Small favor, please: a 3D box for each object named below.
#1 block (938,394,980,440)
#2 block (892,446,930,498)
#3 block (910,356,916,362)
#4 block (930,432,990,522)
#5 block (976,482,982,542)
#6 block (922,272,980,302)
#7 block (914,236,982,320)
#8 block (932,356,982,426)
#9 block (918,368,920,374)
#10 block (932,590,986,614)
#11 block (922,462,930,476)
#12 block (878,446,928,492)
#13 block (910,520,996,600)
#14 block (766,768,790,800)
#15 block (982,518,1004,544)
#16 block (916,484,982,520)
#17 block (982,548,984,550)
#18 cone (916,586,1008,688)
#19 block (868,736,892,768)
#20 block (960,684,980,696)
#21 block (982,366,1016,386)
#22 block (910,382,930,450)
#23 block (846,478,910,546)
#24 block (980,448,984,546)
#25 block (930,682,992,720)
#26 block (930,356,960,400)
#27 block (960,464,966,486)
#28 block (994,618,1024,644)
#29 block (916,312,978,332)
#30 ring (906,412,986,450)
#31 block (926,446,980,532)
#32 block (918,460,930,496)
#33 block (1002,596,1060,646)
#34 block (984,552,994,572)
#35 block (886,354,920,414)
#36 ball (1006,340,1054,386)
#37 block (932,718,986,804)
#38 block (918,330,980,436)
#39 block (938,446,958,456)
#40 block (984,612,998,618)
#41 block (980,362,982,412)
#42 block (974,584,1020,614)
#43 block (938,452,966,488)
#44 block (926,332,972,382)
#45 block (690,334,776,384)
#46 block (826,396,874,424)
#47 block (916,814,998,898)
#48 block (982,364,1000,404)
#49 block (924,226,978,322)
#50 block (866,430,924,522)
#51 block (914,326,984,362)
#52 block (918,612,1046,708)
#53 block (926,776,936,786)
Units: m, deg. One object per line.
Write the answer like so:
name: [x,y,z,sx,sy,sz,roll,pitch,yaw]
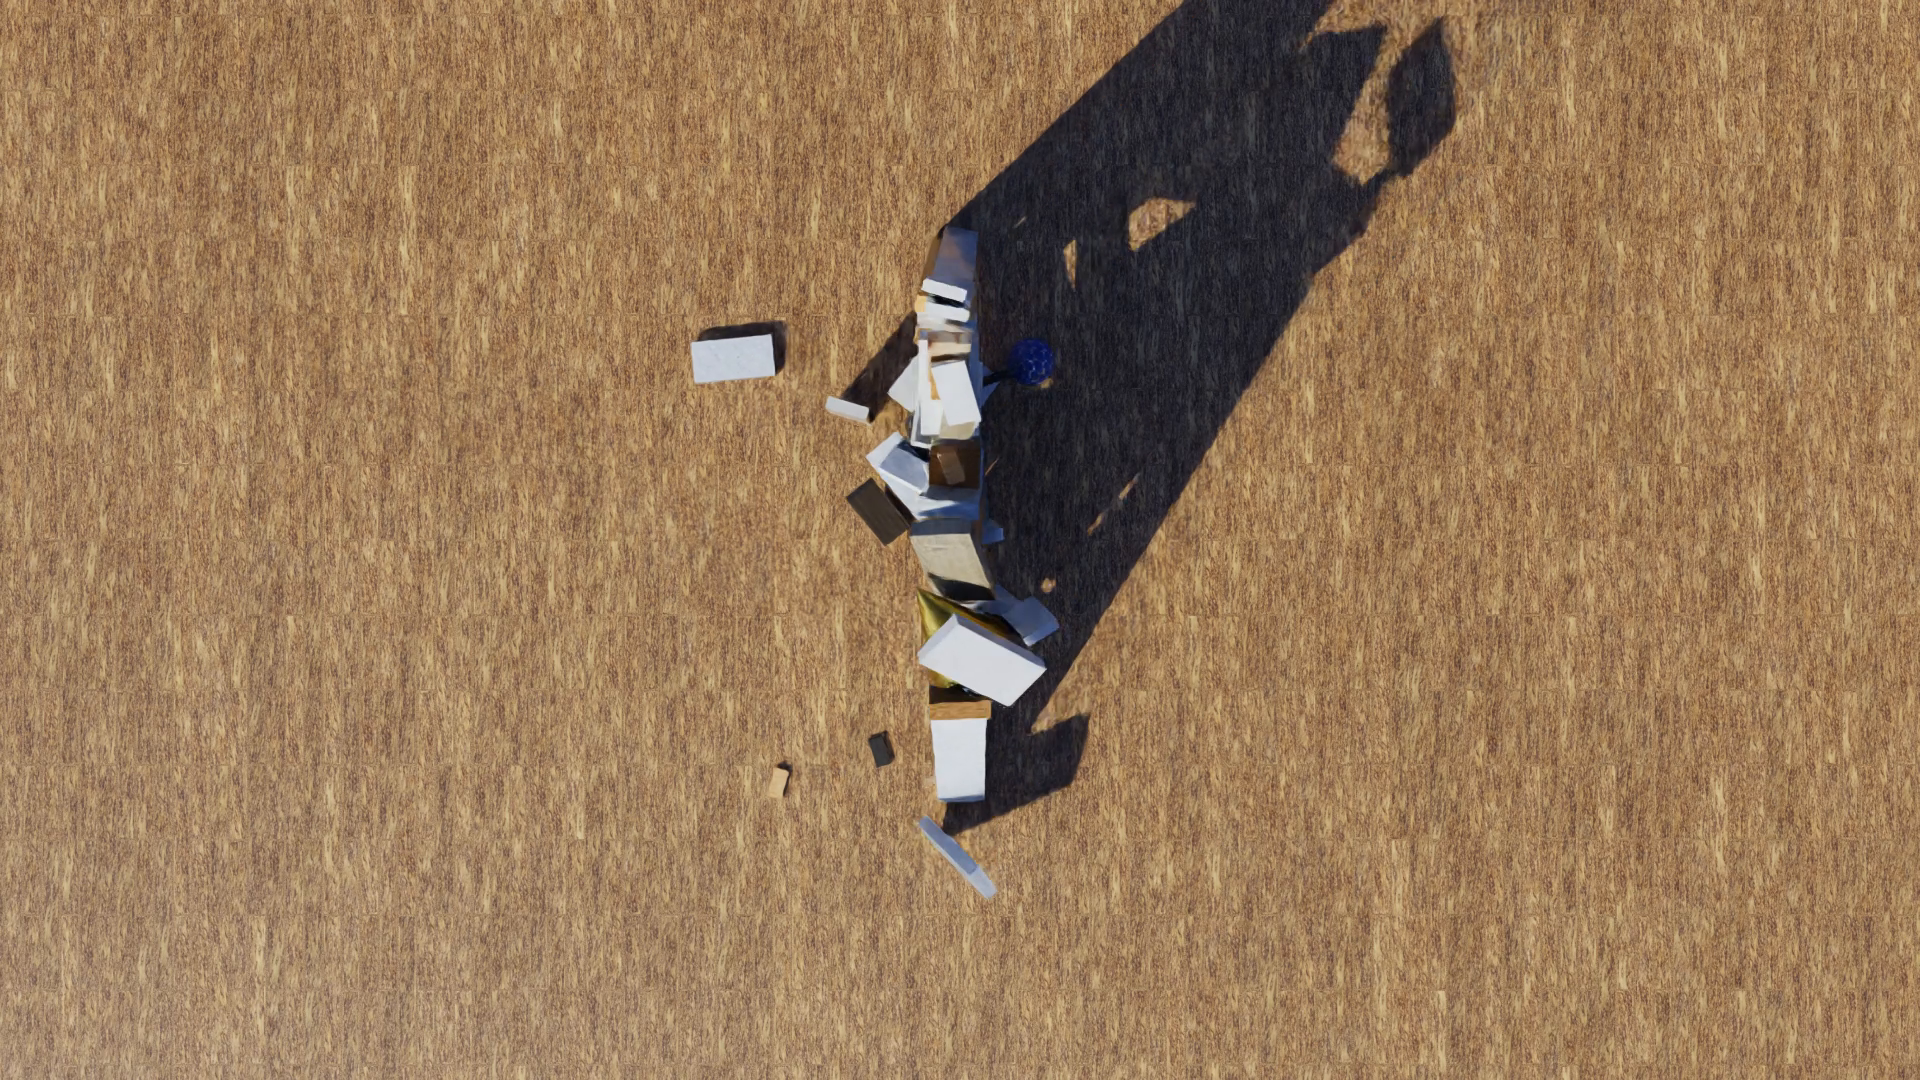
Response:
block: [-0.003,-0.342,4.571,0.092,0.184,0.026,5,59,-5]
block: [-0.094,-0.202,5.404,0.192,0.192,0.192,20,90,0]
block: [-0.098,-0.548,5.399,0.103,0.206,0.029,-19,66,-2]
block: [-0.007,-0.255,5.097,0.153,0.043,0.408,-7,96,-8]
block: [-0.009,-0.089,4.864,0.147,0.293,0.042,3,119,-1]
block: [-0.023,-0.671,4.366,0.114,0.229,0.032,17,105,5]
block: [-0.026,-0.805,5.003,0.165,1.031,0.047,9,109,-1]
block: [-0.009,-0.400,4.445,0.092,0.026,0.185,-11,123,9]
block: [-0.081,-0.488,5.263,0.070,0.020,0.139,-18,92,-2]
block: [-0.003,0.187,4.957,0.164,0.329,0.047,5,97,3]
block: [-0.038,-0.167,5.164,0.091,0.026,0.183,-22,83,-14]
block: [-0.155,-0.217,5.214,0.183,0.026,0.091,28,67,17]
block: [-0.017,0.059,4.482,0.164,0.328,0.046,-2,56,14]
block: [-0.606,0.810,5.493,0.049,0.014,0.097,17,90,0]
block: [0.017,-0.050,5.175,0.136,0.273,0.039,-13,114,-21]
block: [-0.027,-0.106,4.560,0.164,0.328,0.046,5,99,1]
block: [0.003,0.106,5.326,0.136,0.273,0.039,-3,64,-5]
cone: [-0.049,0.220,4.520,0.261,0.261,0.261,-37,112,0]
block: [-0.268,0.705,5.493,0.049,0.014,0.097,-18,90,0]
block: [0.053,0.348,4.636,0.164,0.329,0.047,-7,107,-15]
block: [0.110,-0.525,5.358,0.140,0.070,0.020,-20,87,-18]
block: [-0.050,-0.447,5.212,0.167,0.047,0.334,12,76,-18]
block: [-0.268,-0.091,5.434,0.109,0.031,0.218,-38,119,0]
block: [-0.008,-0.126,5.022,0.153,0.043,0.305,1,82,-2]
block: [-0.003,0.412,4.801,0.164,0.816,0.047,-3,96,0]
block: [-0.033,-0.441,4.519,0.092,0.212,0.026,2,68,0]
block: [-0.011,-0.190,4.751,0.050,0.101,0.014,4,120,-3]
block: [0.124,0.255,4.675,0.104,0.209,0.030,3,98,-25]
block: [-0.033,-0.640,5.075,0.167,0.849,0.047,9,91,0]
ring: [-0.047,-0.341,5.363,0.280,0.280,0.093,19,92,0]
block: [-0.019,-0.144,4.782,0.147,0.042,0.293,4,52,-1]
block: [-0.082,-0.158,5.212,0.091,0.026,0.183,-32,66,-16]
block: [0.195,0.222,4.553,0.104,0.209,0.030,-32,112,-5]
block: [0.014,0.076,4.799,0.164,0.499,0.046,4,84,1]
block: [-0.131,-0.519,5.286,0.103,0.029,0.206,38,91,-4]
ball: [0.230,-0.583,5.423,0.154,0.154,0.154,0,90,0]
block: [0.000,0.664,5.039,0.153,0.978,0.043,-3,68,-1]
block: [-0.029,-0.438,4.639,0.165,0.047,0.330,1,133,2]
block: [-0.036,-0.255,4.791,0.050,0.101,0.014,-1,106,3]
block: [0.012,0.236,5.075,0.171,0.343,0.049,-5,102,-8]
block: [-0.019,-0.442,4.894,0.165,0.330,0.047,6,122,-2]
block: [0.088,0.165,4.877,0.104,0.474,0.030,3,97,-12]
block: [-0.022,-0.202,4.708,0.050,0.014,0.101,-16,63,-7]
block: [-0.032,-0.493,4.467,0.114,0.229,0.032,2,68,-1]
block: [-0.752,-0.601,5.481,0.268,0.038,0.134,-6,90,0]
block: [-0.358,-0.420,5.366,0.134,0.268,0.038,17,90,0]
block: [-0.010,1.023,5.334,0.043,0.307,0.153,-42,133,-11]
block: [0.034,-0.481,5.466,0.103,0.029,0.206,36,90,-24]
block: [-0.015,-0.805,4.877,0.114,1.306,0.032,10,109,-2]
block: [-0.166,-0.205,5.289,0.134,0.038,0.268,-40,90,0]
block: [-0.031,-0.591,5.012,0.167,0.334,0.047,9,91,7]
block: [0.058,0.313,4.265,0.307,0.043,0.153,29,116,-30]
block: [-0.020,0.774,5.436,0.167,0.084,0.024,-19,80,15]
